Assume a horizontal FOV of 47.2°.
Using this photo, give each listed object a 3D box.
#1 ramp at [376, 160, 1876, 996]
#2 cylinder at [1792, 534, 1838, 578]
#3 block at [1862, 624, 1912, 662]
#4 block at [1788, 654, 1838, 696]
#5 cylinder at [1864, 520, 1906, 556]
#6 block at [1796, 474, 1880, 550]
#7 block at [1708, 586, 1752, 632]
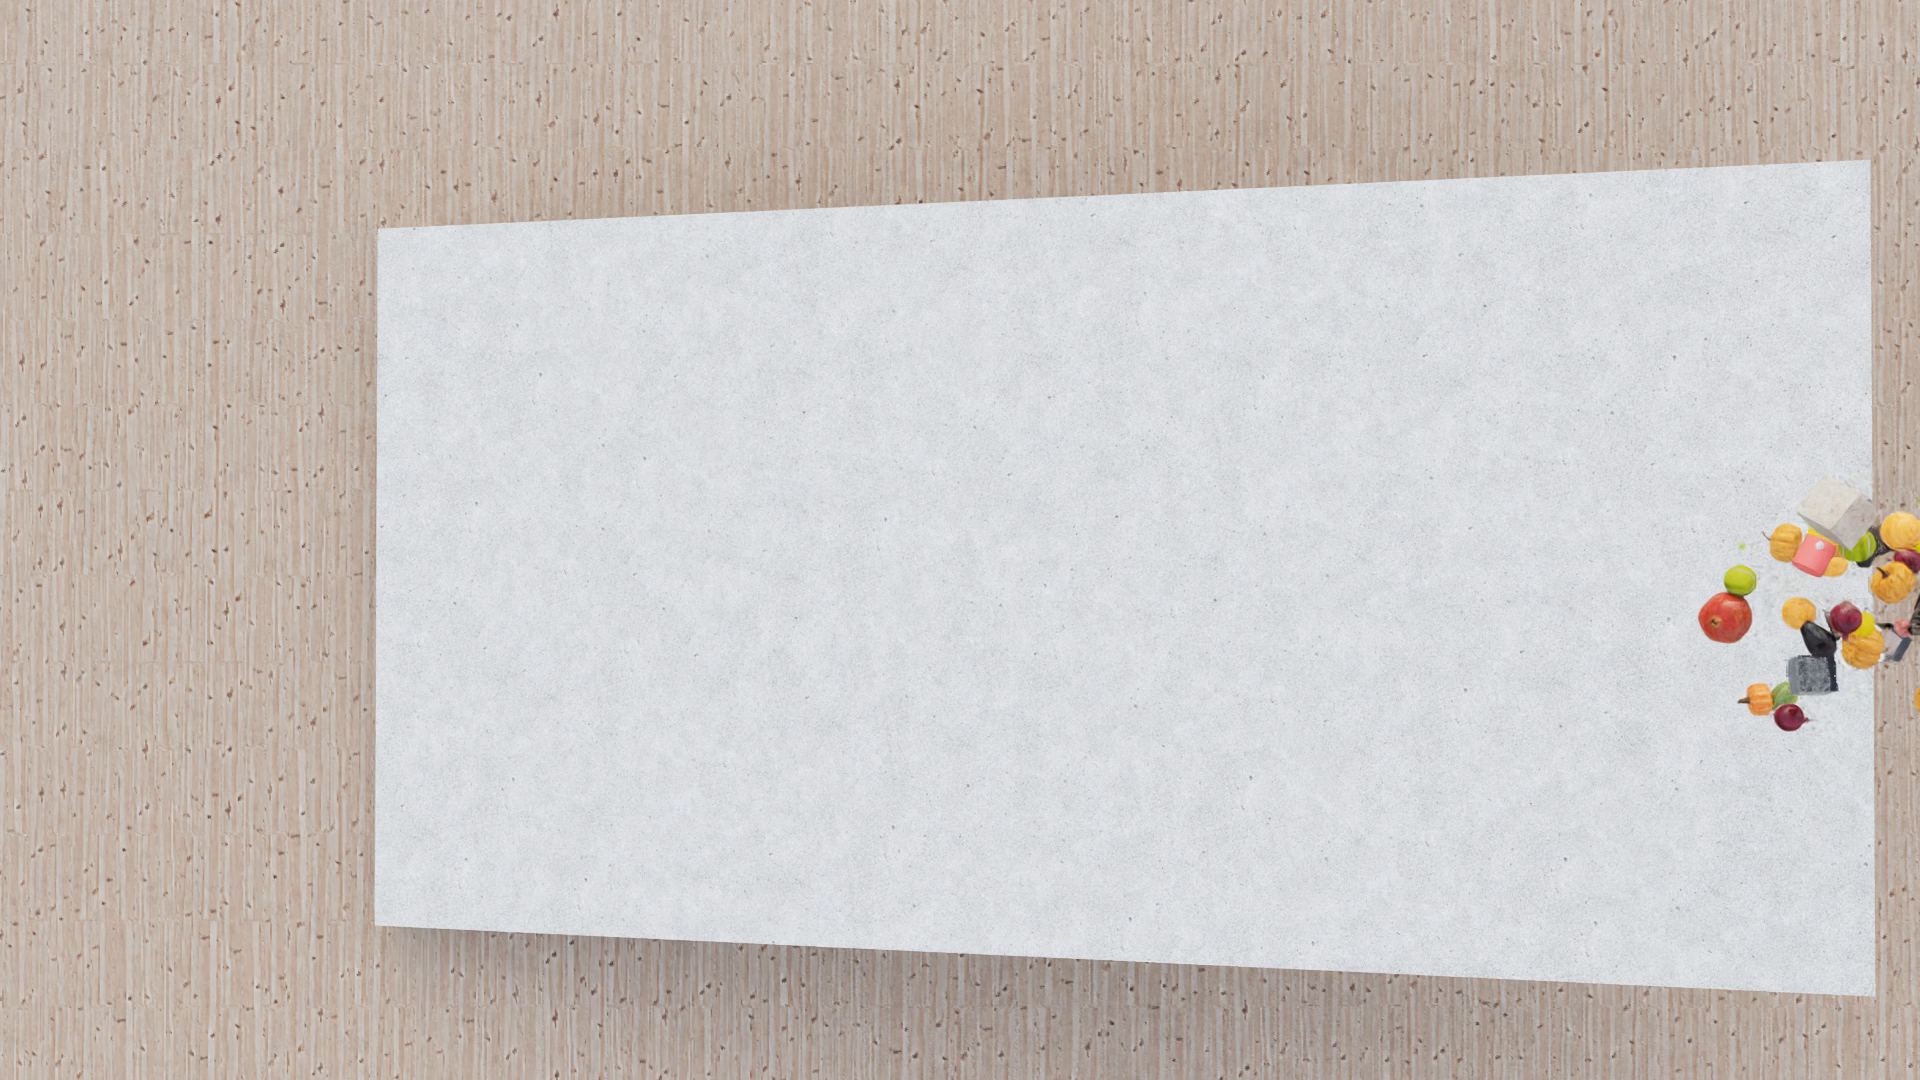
[{"bbox_3d":[0.266,0.097,5.833,4.000,0.100,2.000,0,89,15],"label":"ramp"},{"bbox_3d":[1.835,0.034,4.724,0.069,0.069,0.069,29,89,0],"label":"cylinder"},{"bbox_3d":[2.129,0.236,5.052,0.064,0.064,0.064,38,77,-11],"label":"block"},{"bbox_3d":[1.732,0.275,4.469,0.073,0.073,0.073,-2,78,5],"label":"block"},{"bbox_3d":[2.006,-0.004,4.767,0.062,0.062,0.062,-31,89,41],"label":"cylinder"},{"bbox_3d":[1.708,-0.053,4.279,0.091,0.091,0.091,34,96,-37],"label":"block"},{"bbox_3d":[1.757,0.157,5.020,0.066,0.066,0.066,-27,63,3],"label":"block"}]
